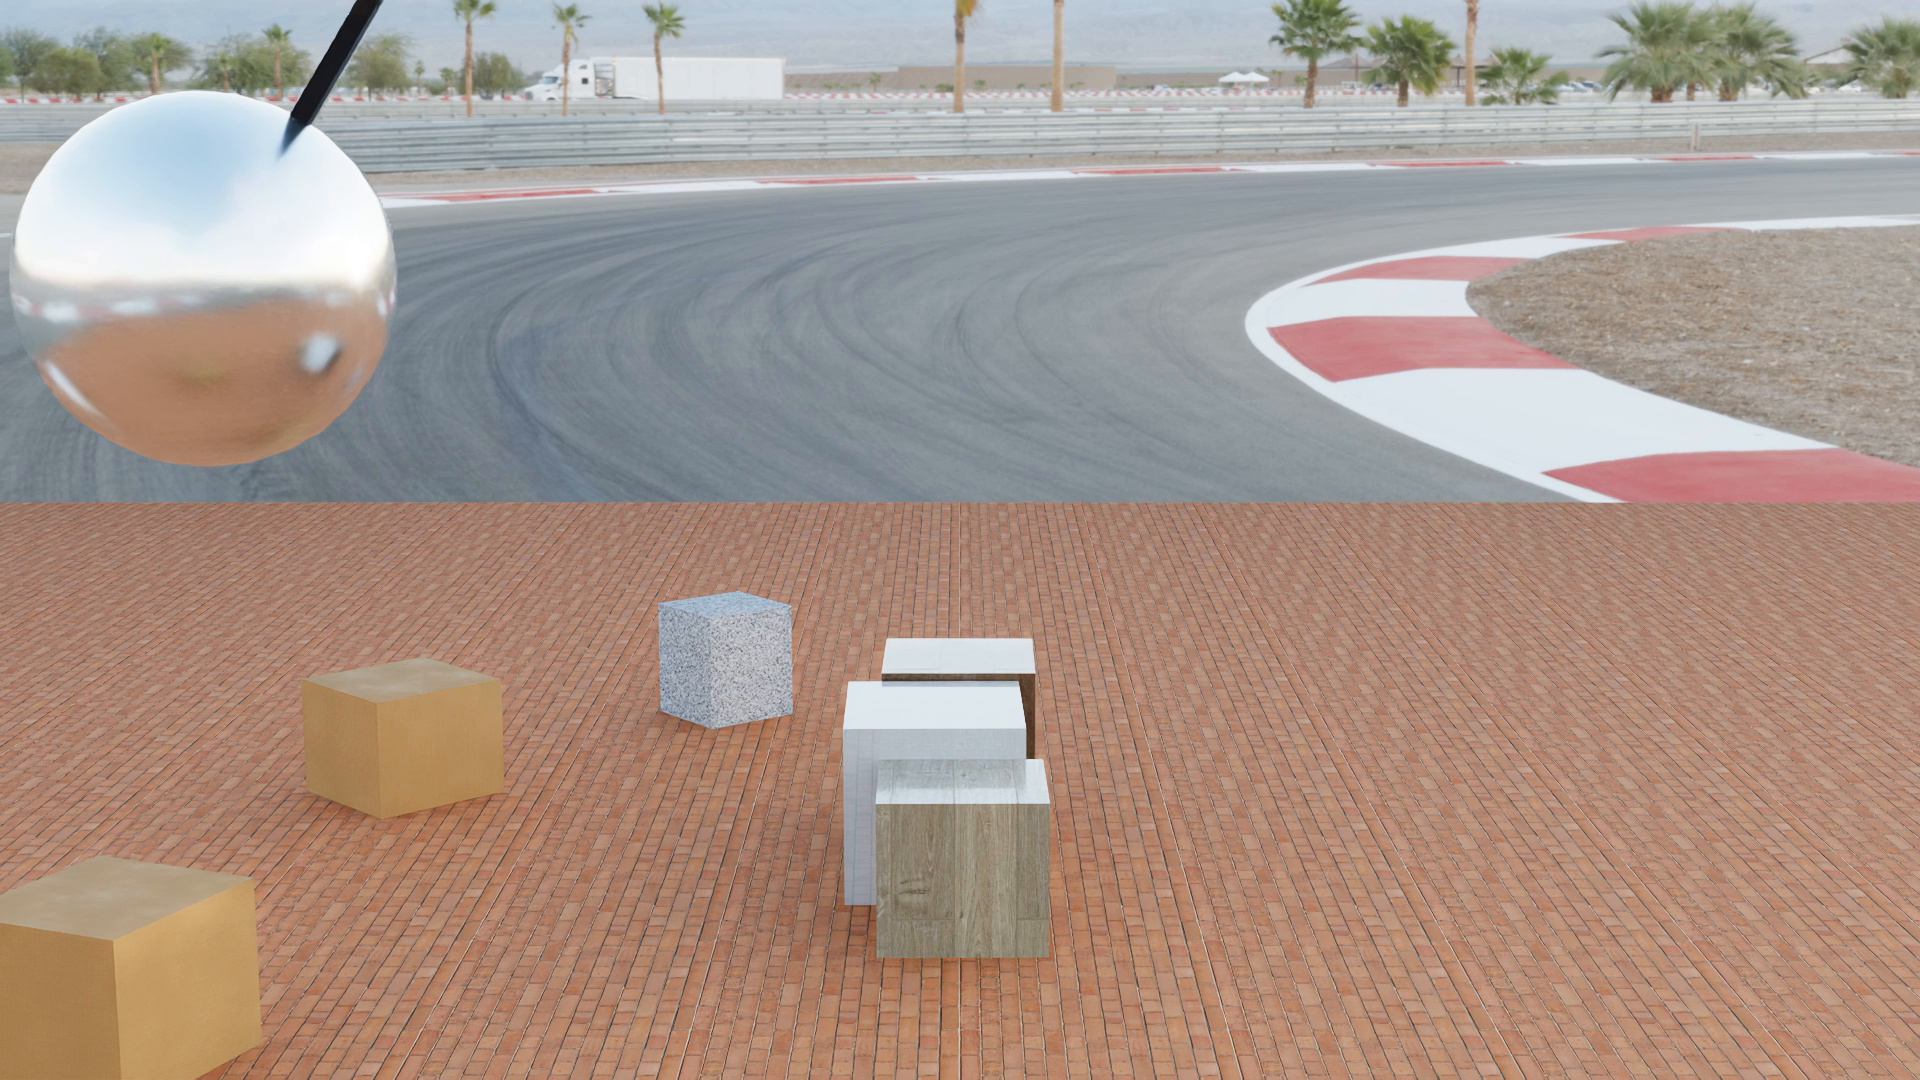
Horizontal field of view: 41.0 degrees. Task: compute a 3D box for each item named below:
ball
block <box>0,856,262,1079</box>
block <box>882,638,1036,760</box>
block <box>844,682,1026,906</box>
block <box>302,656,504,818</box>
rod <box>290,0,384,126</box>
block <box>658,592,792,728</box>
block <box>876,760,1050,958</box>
[{"bbox_3d":[-3.221,-1.112,10.978,1.600,1.600,1.600,0,10,0],"label":"ball"},{"bbox_3d":[-3.030,1.572,9.155,0.704,0.631,0.746,4,11,22],"label":"block"},{"bbox_3d":[-0.005,0.940,12.135,0.702,0.808,0.728,0,10,0],"label":"block"},{"bbox_3d":[-0.113,1.102,11.334,0.774,0.776,0.857,0,10,-1],"label":"block"},{"bbox_3d":[-2.750,0.964,12.675,0.701,0.568,0.694,-10,14,-43],"label":"block"},{"bbox_3d":[-1.396,-3.934,10.465,0.080,5.200,0.080,32,9,-6],"label":"rod"},{"bbox_3d":[-1.300,0.658,14.230,0.536,0.614,0.516,-8,13,-38],"label":"block"},{"bbox_3d":[0.008,1.305,10.593,0.693,0.642,0.668,0,10,-1],"label":"block"}]
